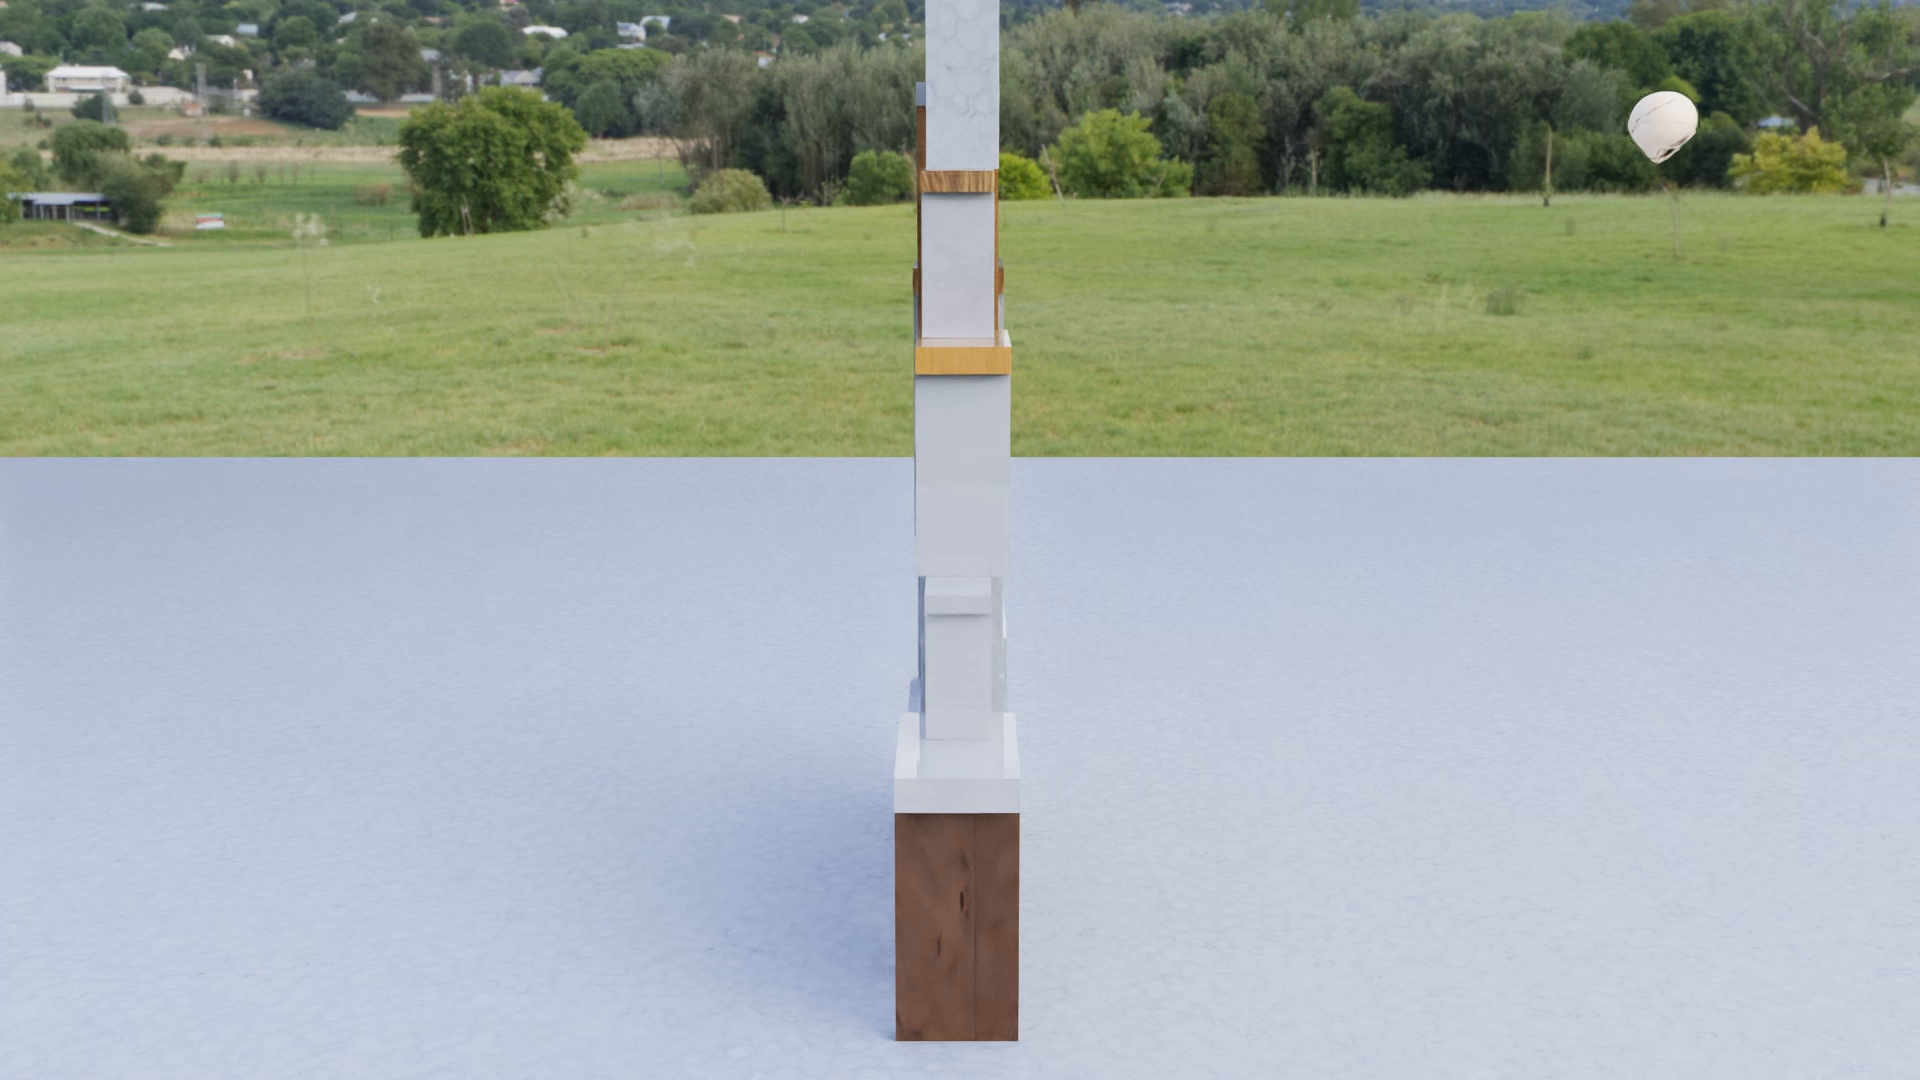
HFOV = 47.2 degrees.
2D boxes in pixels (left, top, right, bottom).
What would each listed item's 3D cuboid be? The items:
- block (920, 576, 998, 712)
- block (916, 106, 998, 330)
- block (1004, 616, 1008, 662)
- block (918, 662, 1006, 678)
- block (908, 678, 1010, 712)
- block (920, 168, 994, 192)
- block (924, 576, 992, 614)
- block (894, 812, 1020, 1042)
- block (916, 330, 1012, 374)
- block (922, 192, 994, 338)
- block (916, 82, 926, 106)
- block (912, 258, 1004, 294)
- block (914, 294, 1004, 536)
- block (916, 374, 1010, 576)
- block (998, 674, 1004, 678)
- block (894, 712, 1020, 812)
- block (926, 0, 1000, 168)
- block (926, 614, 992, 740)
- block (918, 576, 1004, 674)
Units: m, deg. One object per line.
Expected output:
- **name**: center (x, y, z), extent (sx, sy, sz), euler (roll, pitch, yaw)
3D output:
- **block**: center (-0.001, 0.159, 3.353), extent (0.118, 0.236, 0.033), euler (0, 11, 0)
- **block**: center (-0.004, -0.436, 3.505), extent (0.128, 0.501, 0.036), euler (0, 11, 0)
- **block**: center (0.004, 0.168, 4.080), extent (0.159, 0.045, 0.318), euler (0, 11, 0)
- **block**: center (0.004, 0.365, 4.009), extent (0.159, 0.318, 0.045), euler (0, 11, 0)
- **block**: center (-0.002, 0.279, 3.477), extent (0.159, 0.045, 0.319), euler (0, 11, 0)
- **block**: center (-0.003, -0.545, 3.326), extent (0.108, 0.031, 0.216), euler (0, 11, 0)
- **block**: center (-0.003, 0.074, 3.196), extent (0.095, 0.027, 0.189), euler (0, 11, 0)
- **block**: center (-0.004, 0.528, 3.065), extent (0.171, 0.343, 0.049), euler (0, 11, 0)
- **block**: center (0.005, -0.282, 3.283), extent (0.138, 0.039, 0.275), euler (0, 11, 0)
- **block**: center (-0.003, -0.411, 3.277), extent (0.108, 0.216, 0.031), euler (0, 11, 0)
- **block**: center (-0.004, -0.716, 3.539), extent (0.128, 0.036, 0.256), euler (0, 10, 0)
- **block**: center (-0.002, -0.444, 3.692), extent (0.147, 0.042, 0.294), euler (0, 11, 0)
- **block**: center (-0.002, -0.209, 3.635), extent (0.147, 0.401, 0.042), euler (0, 11, 0)
- **block**: center (0.004, -0.098, 3.224), extent (0.138, 0.301, 0.039), euler (0, 11, 0)
- **block**: center (0.004, 0.258, 3.785), extent (0.143, 0.040, 0.285), euler (0, 11, 0)
- **block**: center (-0.004, 0.314, 3.142), extent (0.171, 0.049, 0.343), euler (0, 11, 0)
- **block**: center (0.003, -0.744, 3.346), extent (0.111, 0.354, 0.031), euler (0, 11, 0)
- **block**: center (-0.002, 0.191, 3.153), extent (0.094, 0.189, 0.027), euler (0, 11, 0)
- **block**: center (0.001, 0.067, 3.798), extent (0.147, 0.330, 0.042), euler (0, 11, 0)
